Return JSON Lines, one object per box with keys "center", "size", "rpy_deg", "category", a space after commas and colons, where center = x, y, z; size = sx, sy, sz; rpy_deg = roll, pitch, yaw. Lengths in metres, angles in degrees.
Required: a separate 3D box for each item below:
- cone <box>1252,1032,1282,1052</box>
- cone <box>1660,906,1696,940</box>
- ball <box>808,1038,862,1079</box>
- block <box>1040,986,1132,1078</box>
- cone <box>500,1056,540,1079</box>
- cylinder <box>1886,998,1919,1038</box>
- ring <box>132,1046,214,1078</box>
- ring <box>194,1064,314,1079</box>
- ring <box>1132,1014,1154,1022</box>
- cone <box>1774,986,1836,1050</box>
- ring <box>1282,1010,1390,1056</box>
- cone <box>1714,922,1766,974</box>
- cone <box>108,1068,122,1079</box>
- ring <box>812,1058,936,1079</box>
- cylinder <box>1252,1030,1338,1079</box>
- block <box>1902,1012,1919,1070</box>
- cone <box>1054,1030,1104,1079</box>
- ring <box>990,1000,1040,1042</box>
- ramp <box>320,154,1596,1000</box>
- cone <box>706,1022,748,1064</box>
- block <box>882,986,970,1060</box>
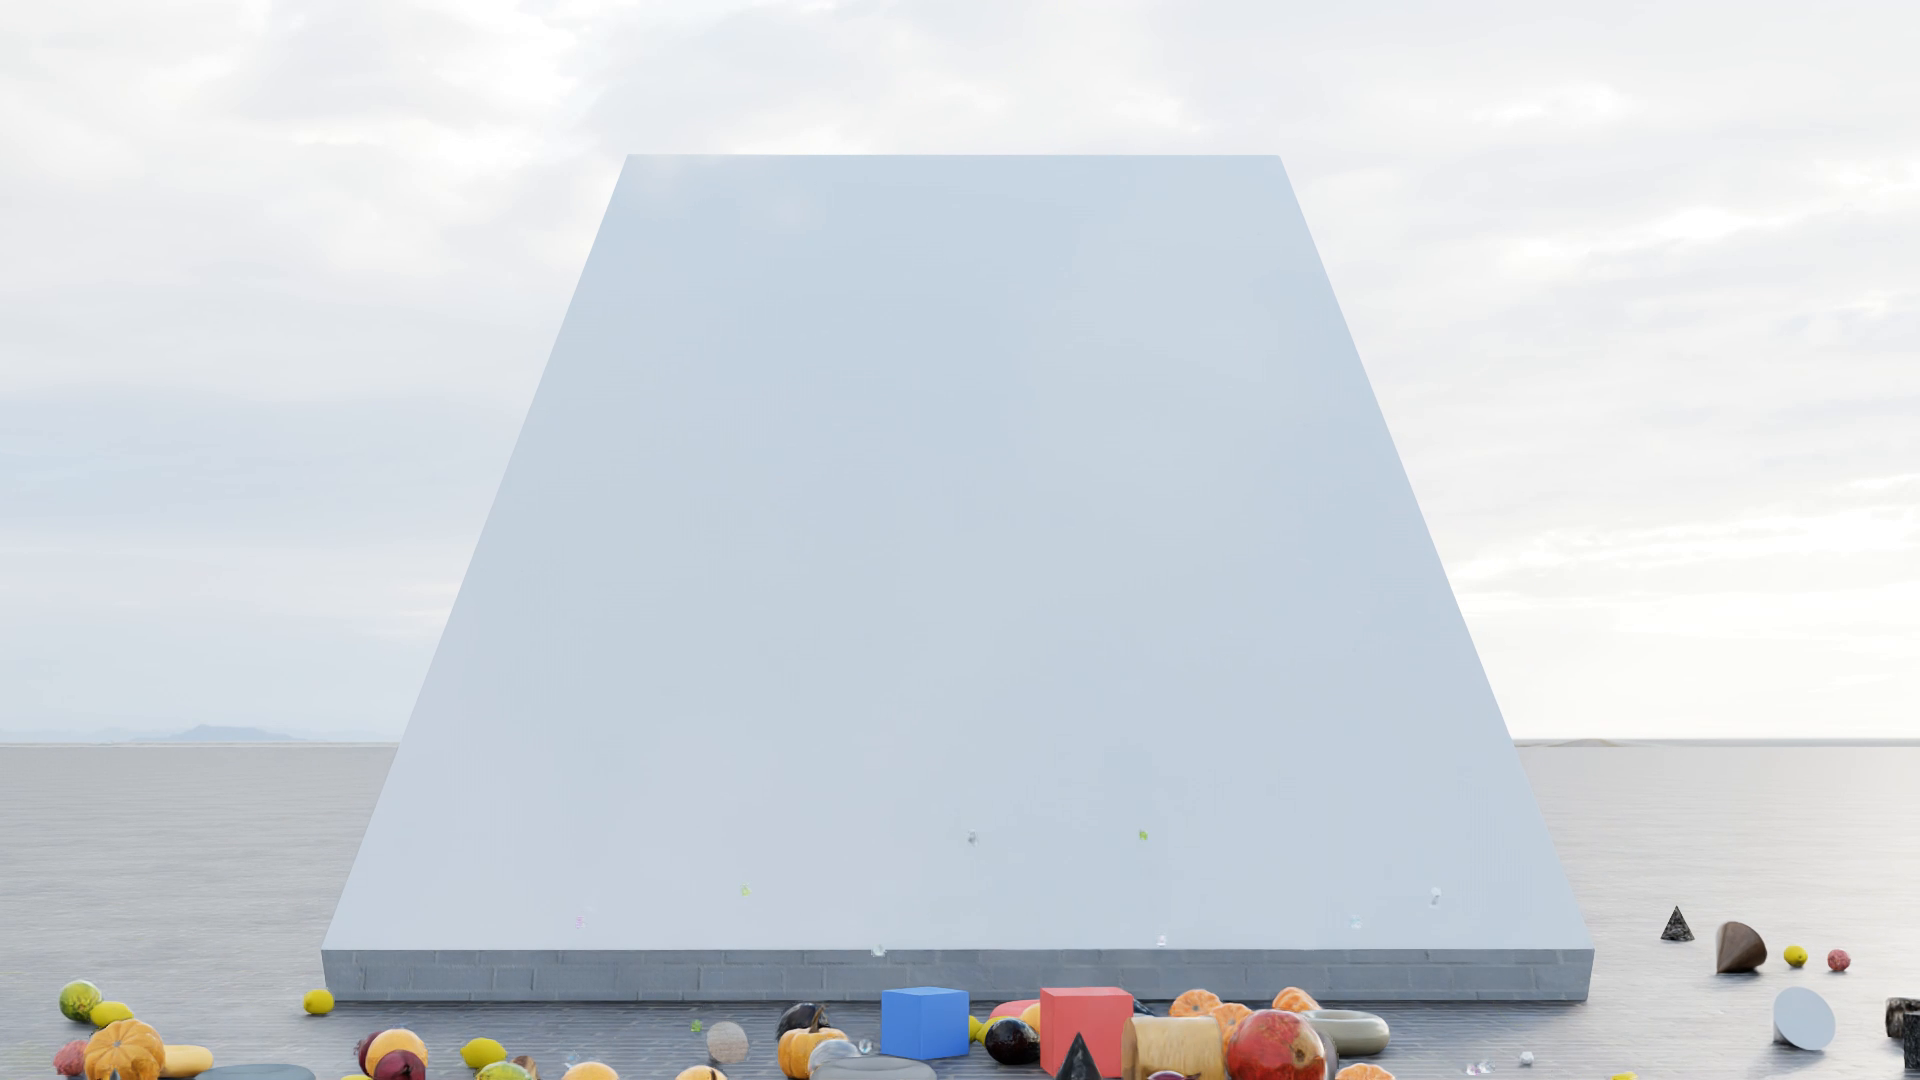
{"center": [0.400, 0.650, 2.951], "size": [0.055, 0.055, 0.055], "rpy_deg": [3, 21, -35], "category": "cone"}
{"center": [1.493, 0.795, 4.940], "size": [0.070, 0.070, 0.070], "rpy_deg": [0, -5, 0], "category": "cone"}
{"center": [-0.145, 0.614, 2.765], "size": [0.065, 0.065, 0.065], "rpy_deg": [0, -5, 0], "category": "ball"}
{"center": [0.157, 0.614, 2.963], "size": [0.098, 0.098, 0.098], "rpy_deg": [1, -5, -8], "category": "block"}
{"center": [-0.498, 0.634, 2.760], "size": [0.052, 0.052, 0.052], "rpy_deg": [-3, -32, 33], "category": "cone"}
{"center": [1.317, 0.664, 3.293], "size": [0.054, 0.054, 0.054], "rpy_deg": [-3, -5, 28], "category": "cylinder"}
{"center": [-0.974, 0.645, 2.937], "size": [0.096, 0.032, 0.096], "rpy_deg": [1, -5, 0], "category": "ring"}
{"center": [-0.789, 0.614, 2.652], "size": [0.139, 0.046, 0.139], "rpy_deg": [0, -6, 0], "category": "ring"}
{"center": [0.217, 0.663, 3.205], "size": [0.123, 0.041, 0.123], "rpy_deg": [1, -5, 0], "category": "ring"}
{"center": [1.125, 0.665, 3.223], "size": [0.090, 0.090, 0.090], "rpy_deg": [1, -32, -12], "category": "cone"}
{"center": [0.500, 0.656, 3.160], "size": [0.143, 0.048, 0.143], "rpy_deg": [0, -3, 0], "category": "ring"}
{"center": [1.372, 0.749, 4.236], "size": [0.098, 0.098, 0.098], "rpy_deg": [-5, 22, 46], "category": "cone"}
{"center": [-0.910, 0.598, 2.553], "size": [0.061, 0.061, 0.061], "rpy_deg": [0, -5, 0], "category": "cone"}
{"center": [-0.097, 0.615, 2.672], "size": [0.146, 0.049, 0.146], "rpy_deg": [0, -4, 0], "category": "ring"}
{"center": [0.393, 0.613, 2.785], "size": [0.070, 0.070, 0.070], "rpy_deg": [3, -6, -34], "category": "cylinder"}
{"center": [1.237, 0.631, 2.986], "size": [0.068, 0.068, 0.068], "rpy_deg": [3, -6, -36], "category": "block"}
{"center": [0.135, 0.600, 2.705], "size": [0.082, 0.082, 0.082], "rpy_deg": [0, -5, 0], "category": "cone"}
{"center": [0.112, 0.667, 3.291], "size": [0.143, 0.048, 0.143], "rpy_deg": [-1, -4, 0], "category": "ring"}
{"center": [-0.011, -0.226, 5.526], "size": [2.000, 0.100, 4.000], "rpy_deg": [0, 27, 0], "category": "ramp"}
{"center": [-0.311, 0.658, 3.055], "size": [0.058, 0.058, 0.058], "rpy_deg": [3, -32, -33], "category": "cone"}
{"center": [-0.046, 0.636, 3.128], "size": [0.082, 0.082, 0.082], "rpy_deg": [4, -6, -40], "category": "block"}
